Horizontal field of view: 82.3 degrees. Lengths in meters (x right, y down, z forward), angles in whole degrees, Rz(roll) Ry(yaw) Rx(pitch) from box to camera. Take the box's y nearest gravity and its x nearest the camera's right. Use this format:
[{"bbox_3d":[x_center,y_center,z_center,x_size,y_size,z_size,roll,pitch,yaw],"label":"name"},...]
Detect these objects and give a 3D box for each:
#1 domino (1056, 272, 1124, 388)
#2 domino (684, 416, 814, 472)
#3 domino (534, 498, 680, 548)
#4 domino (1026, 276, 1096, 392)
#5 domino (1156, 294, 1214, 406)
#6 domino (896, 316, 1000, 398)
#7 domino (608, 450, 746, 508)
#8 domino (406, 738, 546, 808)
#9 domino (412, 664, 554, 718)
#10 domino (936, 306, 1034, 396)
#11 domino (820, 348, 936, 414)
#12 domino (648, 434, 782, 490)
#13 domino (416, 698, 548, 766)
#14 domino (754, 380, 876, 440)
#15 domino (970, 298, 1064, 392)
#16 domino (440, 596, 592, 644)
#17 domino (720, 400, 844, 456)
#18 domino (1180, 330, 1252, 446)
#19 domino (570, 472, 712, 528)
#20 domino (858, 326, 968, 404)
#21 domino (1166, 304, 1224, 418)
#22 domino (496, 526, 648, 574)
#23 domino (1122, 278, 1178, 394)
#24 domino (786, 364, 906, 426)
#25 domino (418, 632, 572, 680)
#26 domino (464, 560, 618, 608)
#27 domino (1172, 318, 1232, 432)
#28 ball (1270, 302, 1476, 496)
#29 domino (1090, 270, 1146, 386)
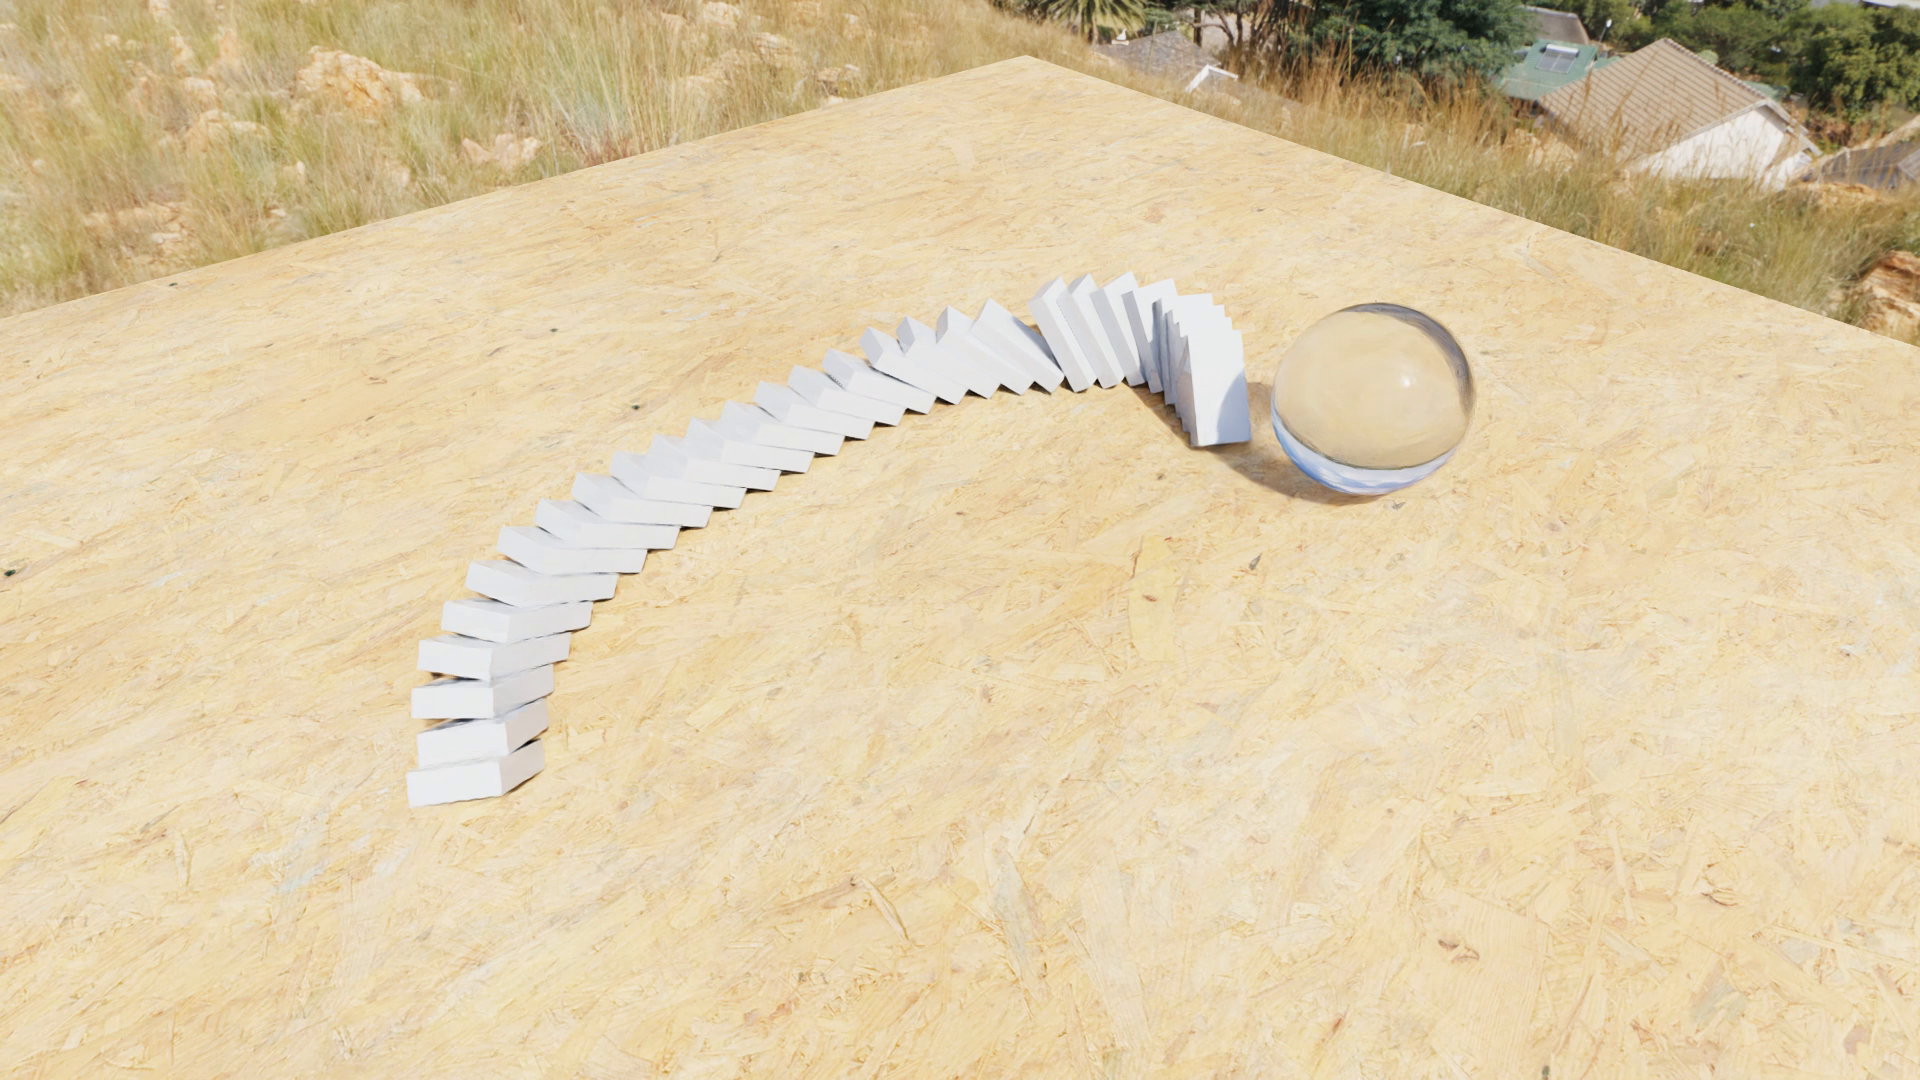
[{"bbox_3d":[0.067,-0.102,0.539,0.010,0.050,0.025,-15,27,38],"label":"domino"},{"bbox_3d":[-0.090,-0.041,0.473,0.025,0.010,0.050,33,17,33],"label":"domino"},{"bbox_3d":[-0.137,-0.006,0.430,0.025,0.009,0.050,25,12,28],"label":"domino"},{"bbox_3d":[0.053,-0.100,0.536,0.010,0.050,0.025,-16,25,38],"label":"domino"},{"bbox_3d":[0.109,-0.091,0.526,0.025,0.050,0.010,-6,2,-8],"label":"domino"},{"bbox_3d":[-0.006,-0.088,0.529,0.050,0.009,0.025,23,29,-30],"label":"domino"},{"bbox_3d":[-0.116,-0.025,0.453,0.025,0.009,0.050,32,16,33],"label":"domino"},{"bbox_3d":[-0.145,0.070,0.334,0.025,0.010,0.050,-6,-2,-8],"label":"domino"},{"bbox_3d":[-0.155,0.049,0.361,0.025,0.009,0.050,0,2,0],"label":"domino"},{"bbox_3d":[0.012,-0.092,0.535,0.050,0.010,0.025,28,33,-22],"label":"domino"},{"bbox_3d":[-0.038,-0.074,0.513,0.050,0.010,0.025,11,24,-44],"label":"domino"},{"bbox_3d":[-0.103,-0.033,0.463,0.025,0.009,0.050,33,17,33],"label":"domino"},{"bbox_3d":[-0.149,0.060,0.347,0.025,0.010,0.050,-6,1,-8],"label":"domino"},{"bbox_3d":[-0.065,-0.058,0.495,0.050,0.009,0.025,5,25,-49],"label":"domino"},{"bbox_3d":[0.029,-0.096,0.538,0.050,0.009,0.025,35,35,-11],"label":"domino"},{"bbox_3d":[-0.155,0.026,0.390,0.025,0.010,0.050,10,5,13],"label":"domino"},{"bbox_3d":[-0.078,-0.049,0.484,0.025,0.009,0.050,33,17,33],"label":"domino"},{"bbox_3d":[0.116,-0.069,0.499,0.025,0.050,0.010,-6,2,-8],"label":"domino"},{"bbox_3d":[-0.127,-0.016,0.442,0.025,0.009,0.050,29,14,31],"label":"domino"},{"bbox_3d":[-0.022,-0.083,0.523,0.050,0.010,0.025,19,26,-36],"label":"domino"},{"bbox_3d":[0.113,-0.084,0.517,0.025,0.050,0.009,-6,2,-8],"label":"domino"},{"bbox_3d":[-0.146,0.004,0.418,0.025,0.010,0.050,23,10,26],"label":"domino"},{"bbox_3d":[0.098,-0.099,0.536,0.025,0.050,0.010,-22,8,-25],"label":"domino"},{"bbox_3d":[-0.052,-0.066,0.504,0.050,0.009,0.025,7,25,-47],"label":"domino"},{"bbox_3d":[-0.158,0.037,0.376,0.025,0.010,0.050,7,3,9],"label":"domino"},{"bbox_3d":[-0.152,0.015,0.404,0.025,0.009,0.050,17,7,19],"label":"domino"},{"bbox_3d":[0.114,-0.076,0.508,0.025,0.050,0.009,-6,2,-8],"label":"domino"},{"bbox_3d":[0.171,-0.058,0.459,0.080,0.080,0.080,0,39,0],"label":"ball"},{"bbox_3d":[0.084,-0.104,0.541,0.009,0.050,0.025,-9,22,49],"label":"domino"}]
